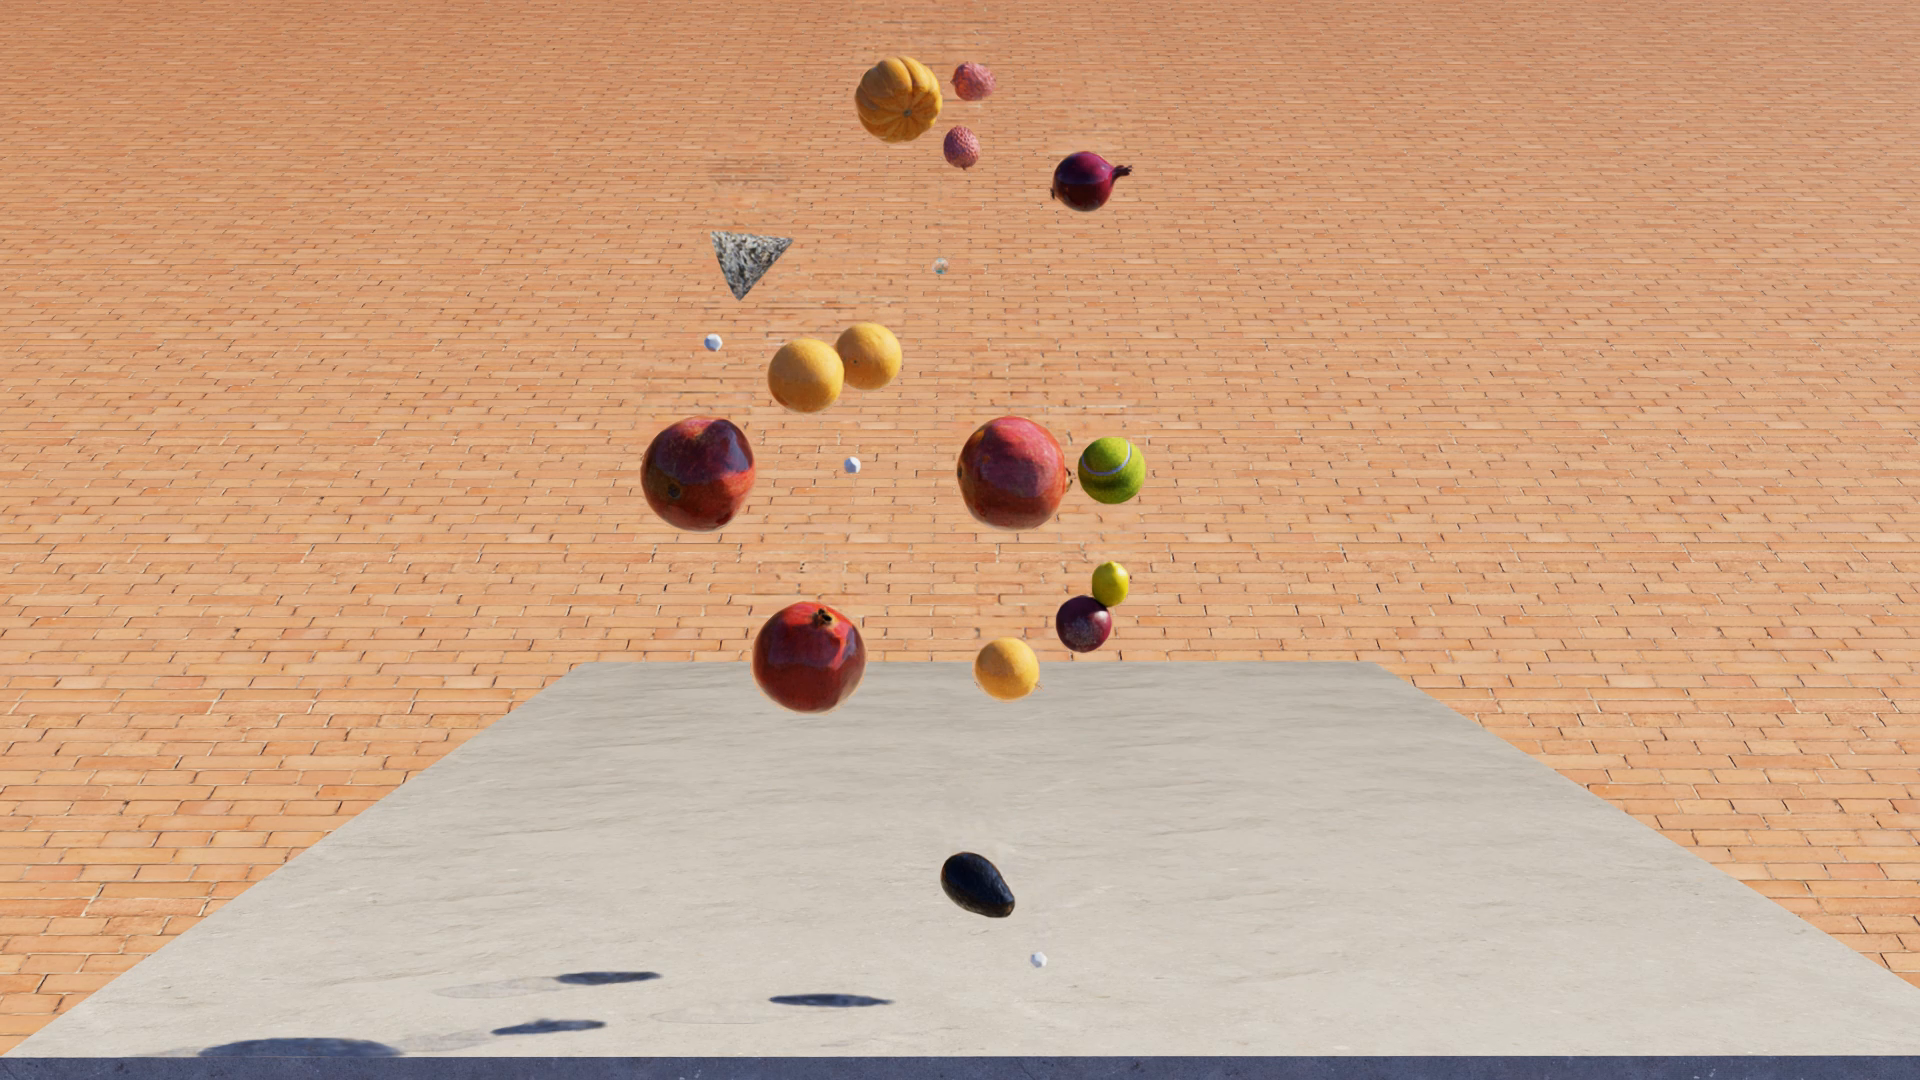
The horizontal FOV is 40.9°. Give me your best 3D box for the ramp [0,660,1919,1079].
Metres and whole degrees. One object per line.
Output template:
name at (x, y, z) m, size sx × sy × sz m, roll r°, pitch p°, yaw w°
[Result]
ramp at (0.051, 0.458, 4.533) m, size 2.000 × 0.100 × 4.000 m, roll 0°, pitch 3°, yaw 0°
